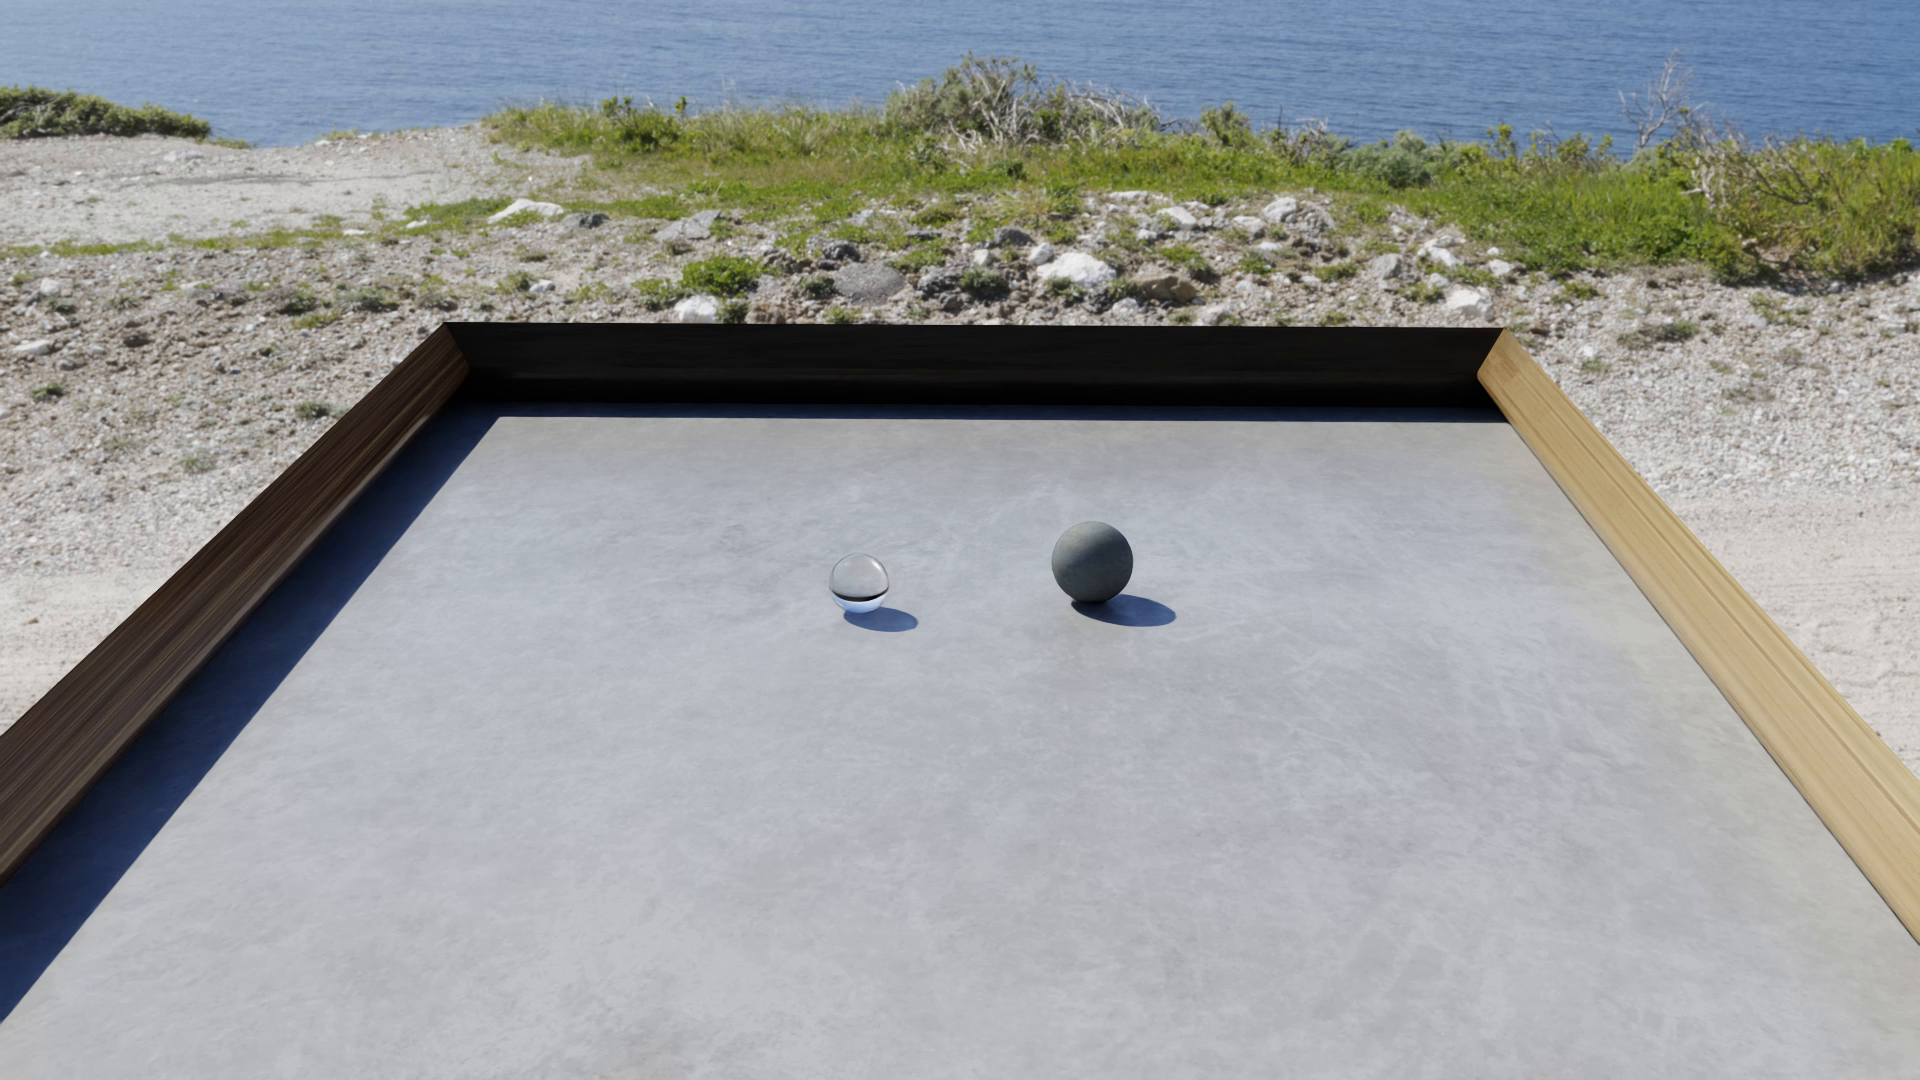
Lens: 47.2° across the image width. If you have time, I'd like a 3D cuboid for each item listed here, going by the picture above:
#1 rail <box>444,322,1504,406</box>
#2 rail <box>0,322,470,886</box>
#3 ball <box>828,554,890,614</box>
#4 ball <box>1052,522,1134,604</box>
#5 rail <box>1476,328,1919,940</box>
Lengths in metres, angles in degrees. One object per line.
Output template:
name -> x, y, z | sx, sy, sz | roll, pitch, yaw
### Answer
rail -> 0.016, -0.247, 3.167 | 1.532, 0.117, 0.045 | 0, 19, 1
rail -> -0.759, 0.210, 1.823 | 0.045, 0.117, 2.920 | 0, 19, 1
ball -> -0.109, 0.047, 2.384 | 0.066, 0.066, 0.066 | 0, 19, 0
ball -> 0.145, 0.024, 2.415 | 0.090, 0.090, 0.090 | 0, 19, 0
rail -> 0.726, 0.221, 1.791 | 0.045, 0.117, 2.920 | 0, 19, 1
